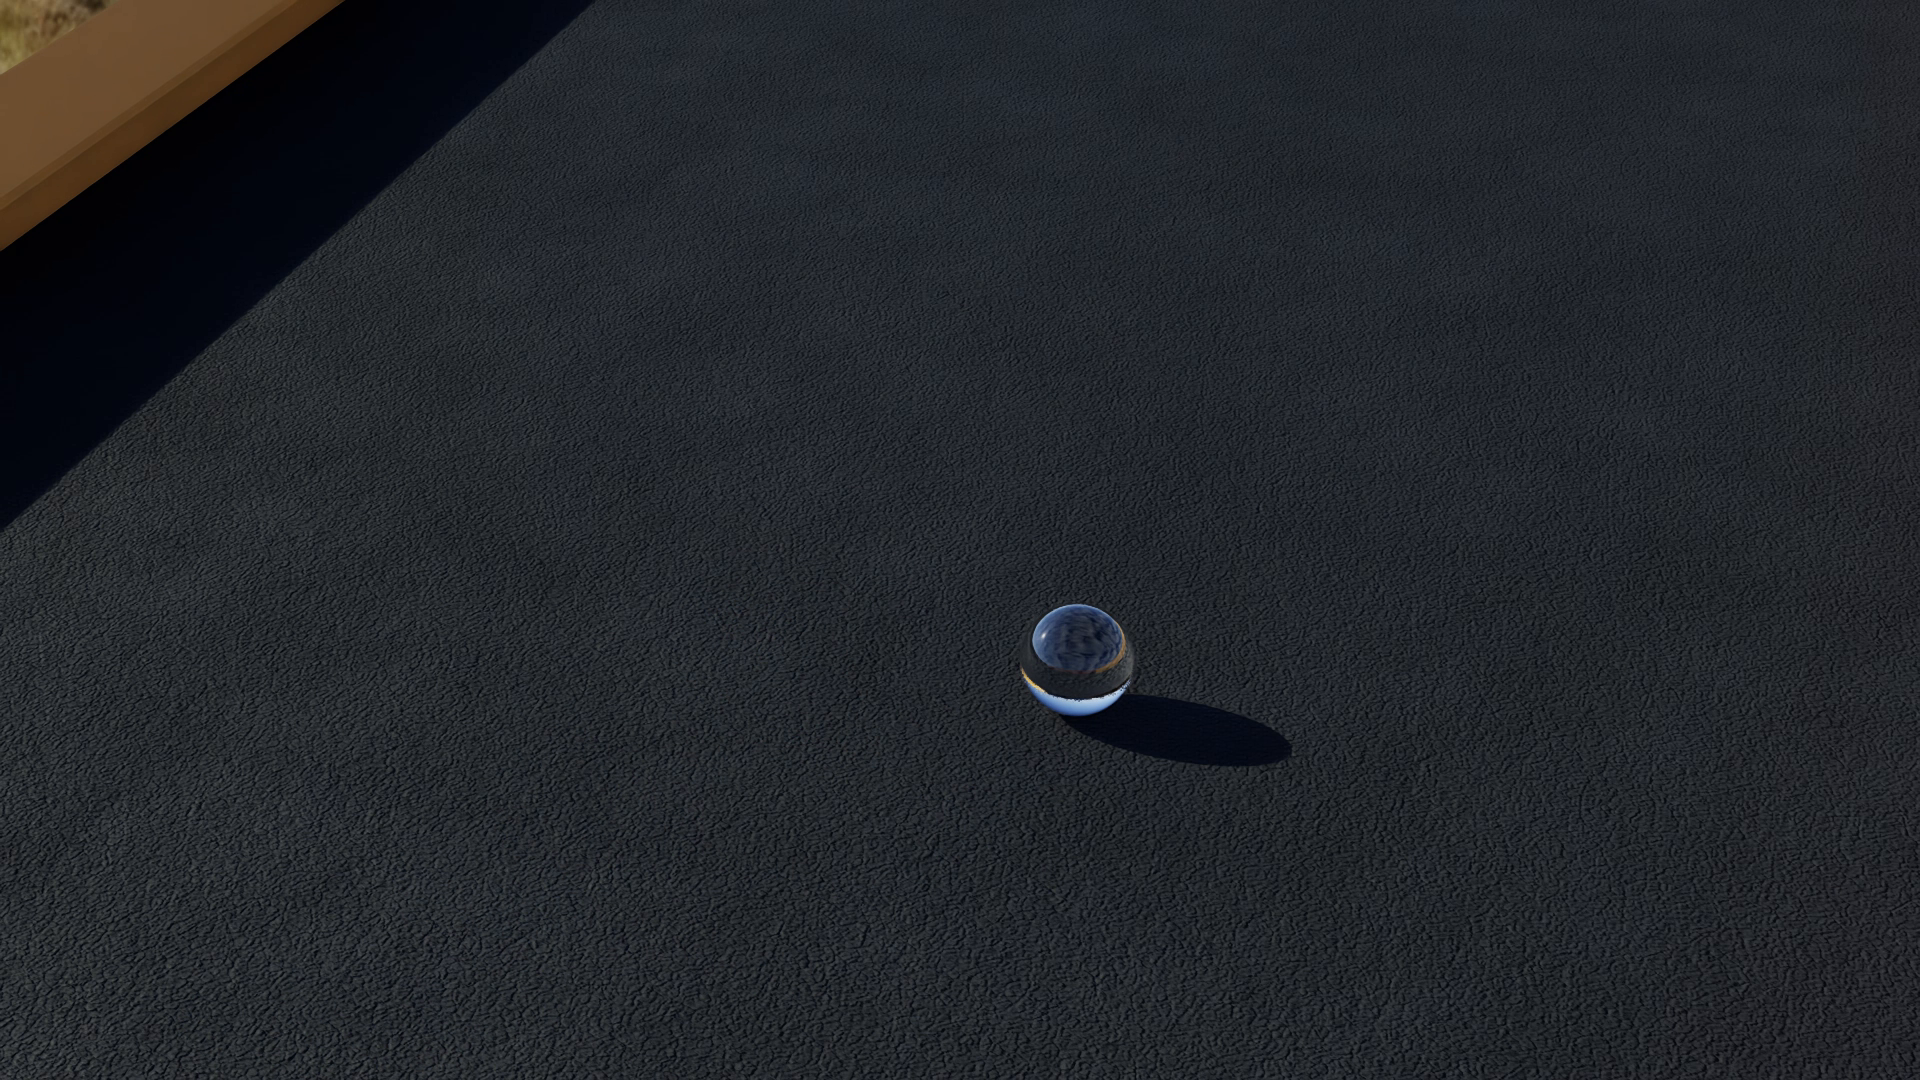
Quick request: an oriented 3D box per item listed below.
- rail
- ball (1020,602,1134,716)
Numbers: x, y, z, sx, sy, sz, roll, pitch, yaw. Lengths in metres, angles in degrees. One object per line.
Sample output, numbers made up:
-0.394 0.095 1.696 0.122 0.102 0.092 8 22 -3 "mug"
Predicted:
-0.625 -0.477 2.621 0.045 0.127 3.322 6 28 11 "rail"
0.066 0.067 1.643 0.064 0.064 0.064 0 27 0 "ball"
